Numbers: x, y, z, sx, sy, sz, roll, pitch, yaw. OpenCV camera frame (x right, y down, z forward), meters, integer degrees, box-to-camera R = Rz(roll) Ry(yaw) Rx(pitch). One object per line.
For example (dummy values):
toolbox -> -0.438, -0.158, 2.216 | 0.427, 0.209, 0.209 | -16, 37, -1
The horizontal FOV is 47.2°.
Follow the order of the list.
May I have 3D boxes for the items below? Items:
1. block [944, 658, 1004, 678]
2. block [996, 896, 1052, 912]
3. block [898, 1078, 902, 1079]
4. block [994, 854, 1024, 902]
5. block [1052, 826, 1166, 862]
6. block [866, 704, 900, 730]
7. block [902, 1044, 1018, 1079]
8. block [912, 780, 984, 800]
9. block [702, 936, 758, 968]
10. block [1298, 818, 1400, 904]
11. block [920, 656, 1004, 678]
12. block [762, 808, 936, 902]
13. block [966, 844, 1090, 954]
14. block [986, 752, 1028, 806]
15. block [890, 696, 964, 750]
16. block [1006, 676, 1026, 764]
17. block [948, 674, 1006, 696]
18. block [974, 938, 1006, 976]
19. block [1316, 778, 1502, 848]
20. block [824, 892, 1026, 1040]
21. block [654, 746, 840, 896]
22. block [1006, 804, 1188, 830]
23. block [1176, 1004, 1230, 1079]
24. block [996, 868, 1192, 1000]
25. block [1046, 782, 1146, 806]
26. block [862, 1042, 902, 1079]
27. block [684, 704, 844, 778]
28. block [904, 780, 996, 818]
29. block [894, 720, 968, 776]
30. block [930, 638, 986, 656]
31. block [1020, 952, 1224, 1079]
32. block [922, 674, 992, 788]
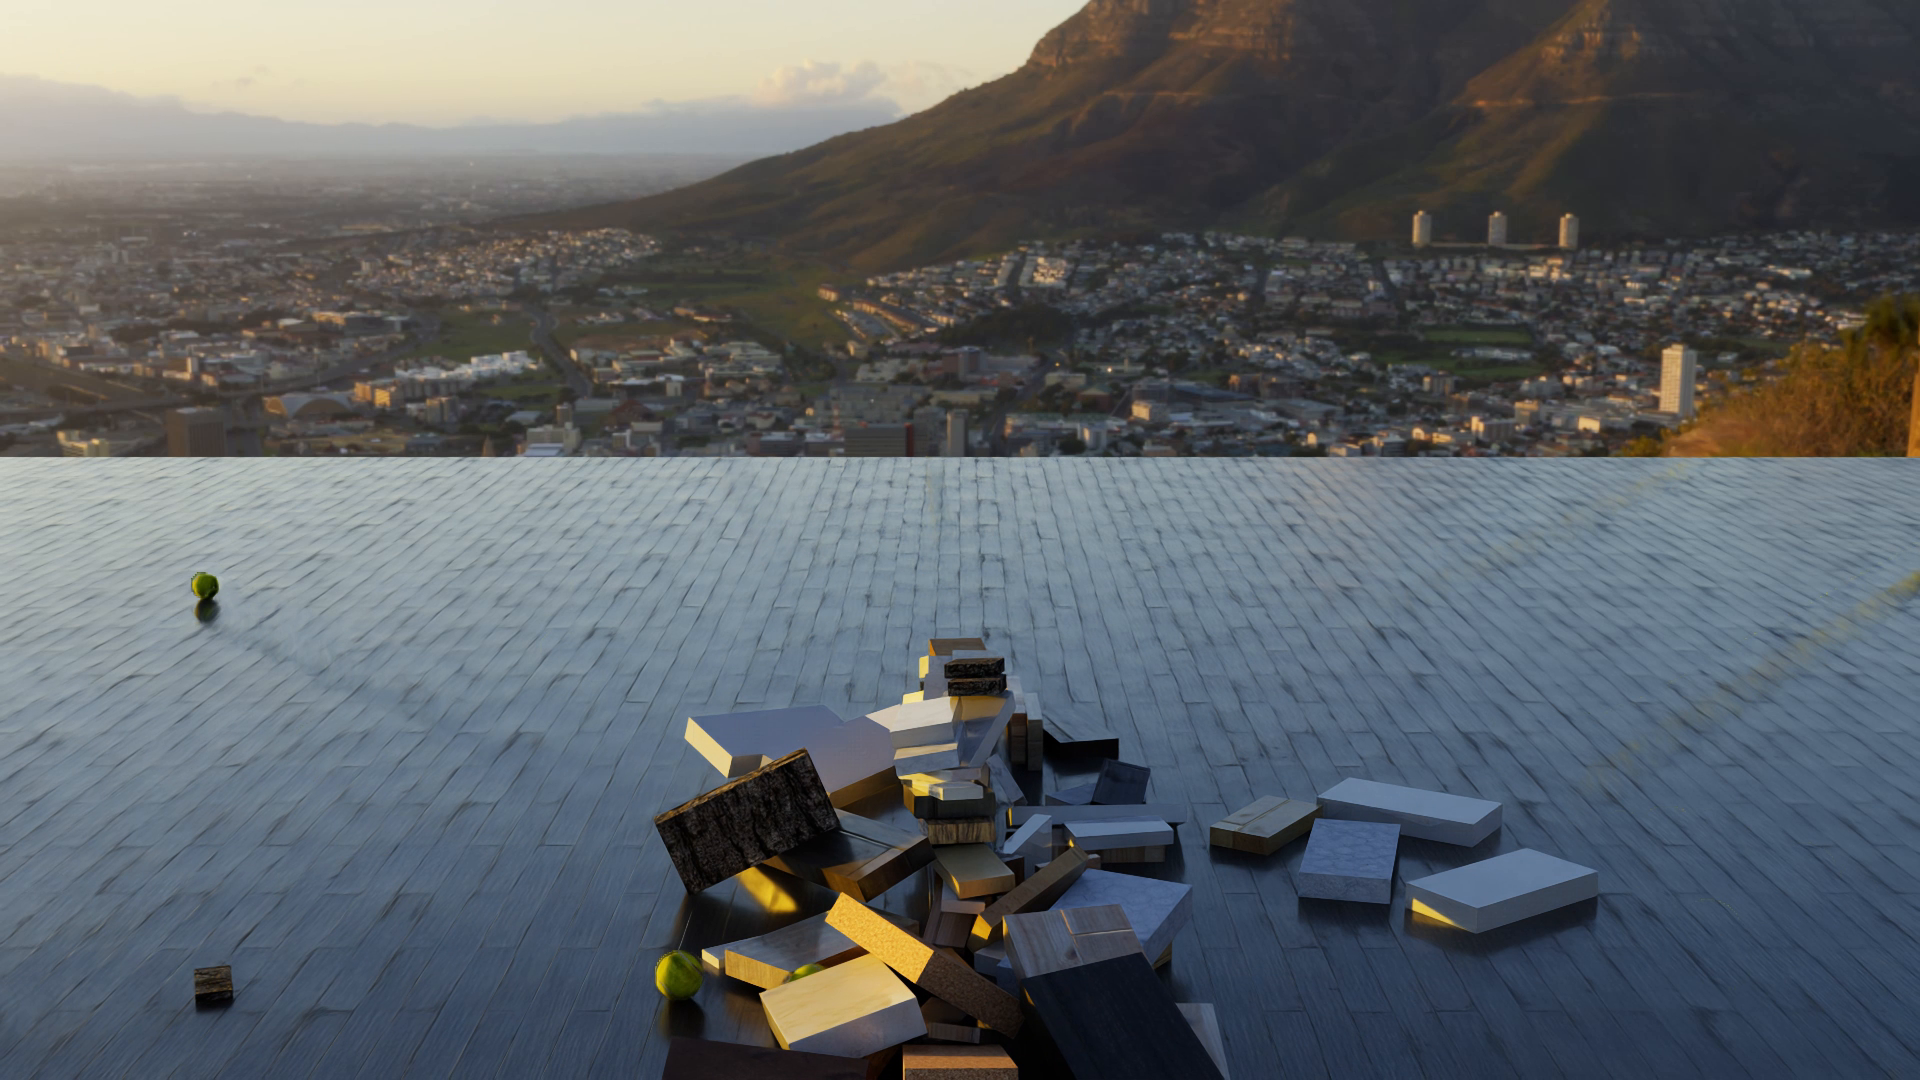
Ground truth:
block -> 0.028, 0.237, 4.076 | 0.090, 0.026, 0.181 | -2, 0, 7
block -> 0.106, 0.580, 3.456 | 0.094, 0.013, 0.047 | -2, 47, -10
block -> -0.005, 0.714, 2.705 | 0.149, 0.042, 0.299 | 0, -3, 0
block -> 0.079, 0.562, 3.537 | 0.052, 0.104, 0.015 | -8, 13, -37
block -> 0.240, 0.535, 3.876 | 0.229, 0.032, 0.114 | -1, 11, -3
block -> -0.159, 0.394, 4.566 | 0.100, 0.028, 0.200 | -18, 12, -3
block -> -0.005, 0.662, 2.745 | 0.131, 0.037, 0.424 | 0, -9, -2
block -> -0.022, 0.411, 3.660 | 0.067, 0.019, 0.264 | -2, -1, -12
block -> -0.339, 0.635, 3.388 | 0.103, 0.015, 0.052 | -7, 13, -34
block -> 0.672, 0.548, 3.777 | 0.150, 0.043, 0.301 | 3, 11, 14
block -> 0.000, 0.286, 4.947 | 0.163, 0.046, 0.327 | 0, -4, -4
block -> -0.217, 0.512, 3.672 | 0.139, 0.039, 0.495 | -29, 15, -25
block -> 0.105, 0.558, 3.394 | 0.208, 0.104, 0.029 | -31, 65, -31
block -> 0.084, 0.431, 3.917 | 0.025, 0.088, 0.176 | -32, -12, -3
block -> -0.057, 0.317, 3.842 | 0.107, 0.030, 0.214 | -10, 8, 6
block -> 0.115, 0.370, 4.567 | 0.030, 0.105, 0.315 | 0, 11, -1
block -> 0.032, 0.263, 3.982 | 0.090, 0.026, 0.181 | -2, 0, 6
block -> 0.141, 0.625, 3.401 | 0.104, 0.029, 0.260 | 8, 13, 36
block -> 0.825, 0.499, 4.044 | 0.301, 0.043, 0.150 | 7, 13, 32
block -> -0.051, 0.599, 3.116 | 0.173, 0.049, 0.346 | 34, -9, -23
block -> -0.355, 0.470, 3.674 | 0.277, 0.139, 0.039 | -25, 15, -8
block -> 0.244, 0.498, 3.959 | 0.314, 0.032, 0.114 | 0, -11, -4
block -> 0.263, 0.705, 2.914 | 0.175, 0.049, 0.349 | 0, 11, 1
block -> 0.207, 0.596, 3.287 | 0.175, 0.049, 0.349 | 6, 18, 25
block -> 0.257, 0.487, 4.155 | 0.176, 0.025, 0.088 | -8, 13, -37
block -> -0.168, 0.695, 2.890 | 0.131, 0.037, 0.263 | -17, 5, 18
block -> -0.364, 0.398, 4.378 | 0.327, 0.046, 0.163 | -2, 26, -39
block -> -0.020, 0.441, 3.753 | 0.132, 0.037, 0.264 | -2, -1, -6
block -> -0.049, 0.356, 3.771 | 0.107, 0.030, 0.214 | -10, 8, 5
block -> 0.001, 0.280, 5.240 | 0.126, 0.036, 0.251 | -1, 11, -6
block -> 0.217, 0.662, 2.780 | 0.173, 0.049, 0.346 | -9, 29, -16
block -> -0.007, 0.359, 4.042 | 0.132, 0.037, 0.264 | 1, 46, 4
